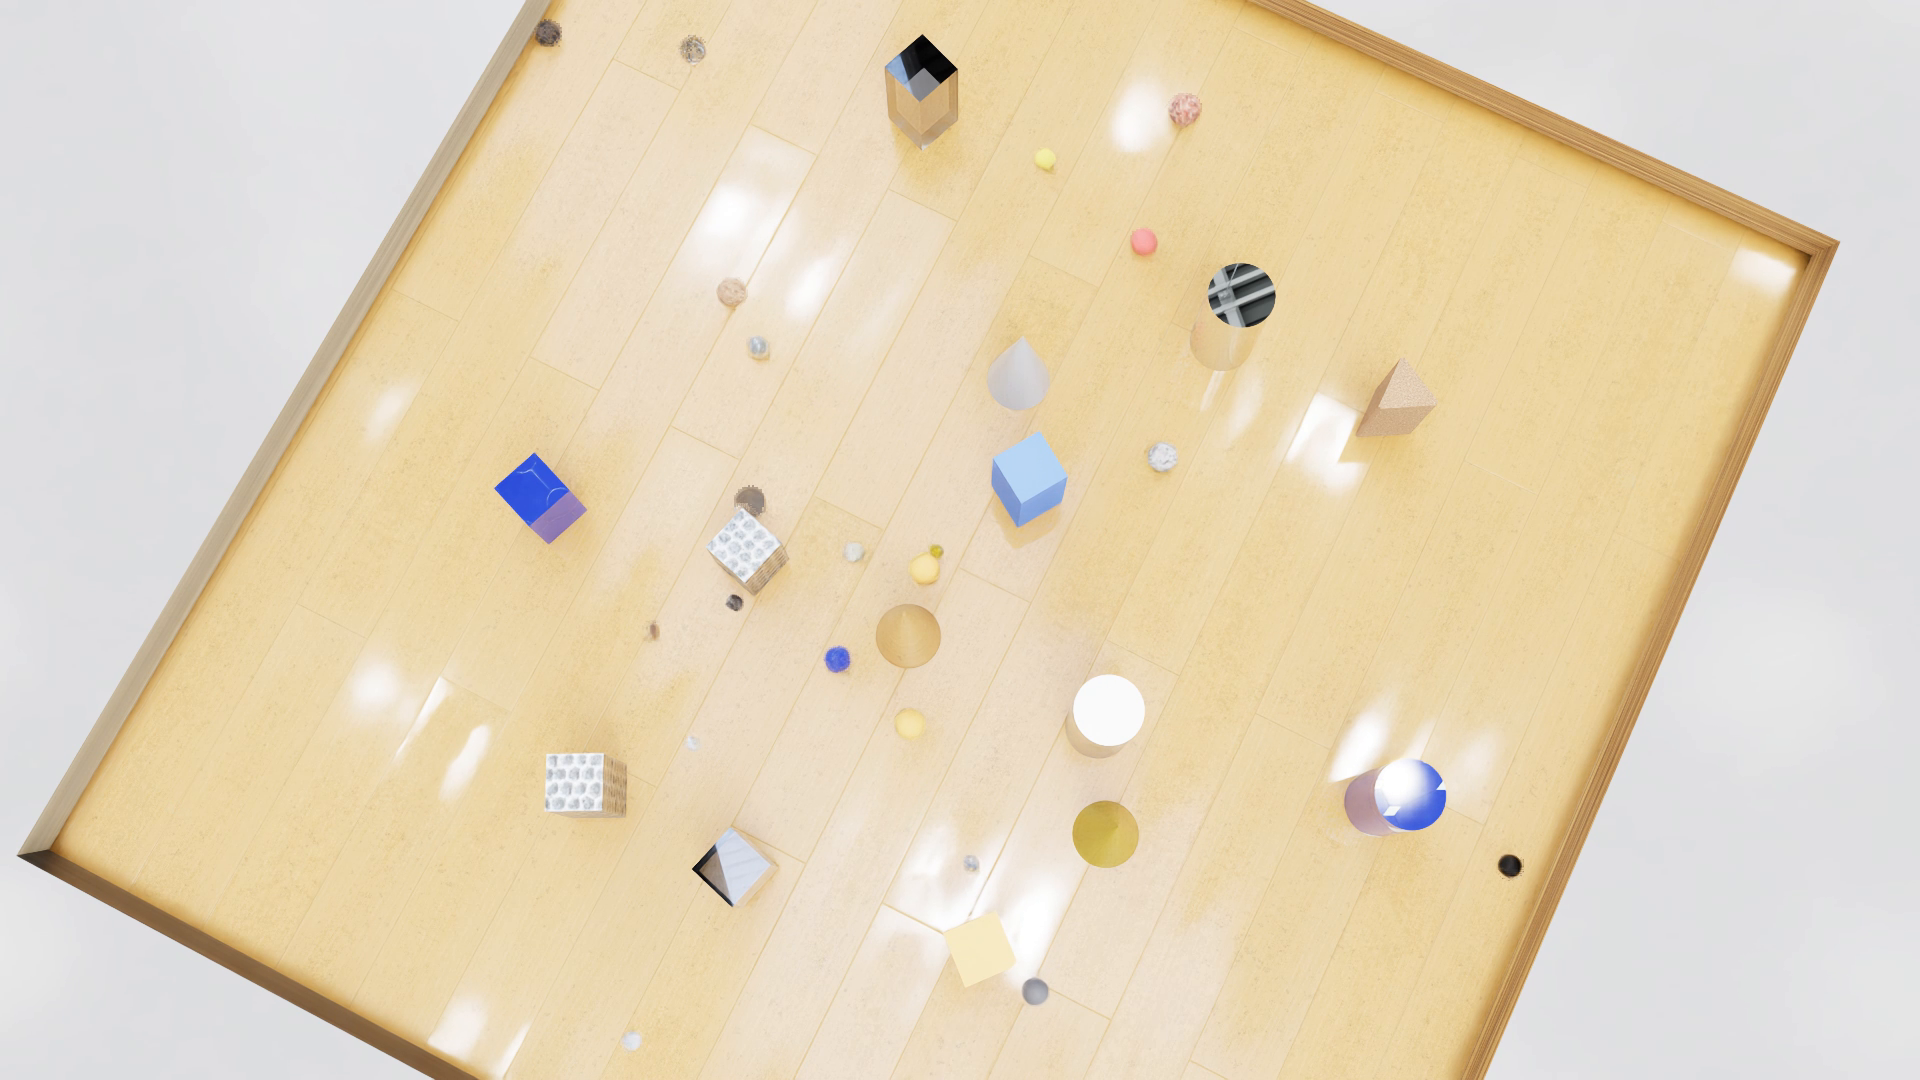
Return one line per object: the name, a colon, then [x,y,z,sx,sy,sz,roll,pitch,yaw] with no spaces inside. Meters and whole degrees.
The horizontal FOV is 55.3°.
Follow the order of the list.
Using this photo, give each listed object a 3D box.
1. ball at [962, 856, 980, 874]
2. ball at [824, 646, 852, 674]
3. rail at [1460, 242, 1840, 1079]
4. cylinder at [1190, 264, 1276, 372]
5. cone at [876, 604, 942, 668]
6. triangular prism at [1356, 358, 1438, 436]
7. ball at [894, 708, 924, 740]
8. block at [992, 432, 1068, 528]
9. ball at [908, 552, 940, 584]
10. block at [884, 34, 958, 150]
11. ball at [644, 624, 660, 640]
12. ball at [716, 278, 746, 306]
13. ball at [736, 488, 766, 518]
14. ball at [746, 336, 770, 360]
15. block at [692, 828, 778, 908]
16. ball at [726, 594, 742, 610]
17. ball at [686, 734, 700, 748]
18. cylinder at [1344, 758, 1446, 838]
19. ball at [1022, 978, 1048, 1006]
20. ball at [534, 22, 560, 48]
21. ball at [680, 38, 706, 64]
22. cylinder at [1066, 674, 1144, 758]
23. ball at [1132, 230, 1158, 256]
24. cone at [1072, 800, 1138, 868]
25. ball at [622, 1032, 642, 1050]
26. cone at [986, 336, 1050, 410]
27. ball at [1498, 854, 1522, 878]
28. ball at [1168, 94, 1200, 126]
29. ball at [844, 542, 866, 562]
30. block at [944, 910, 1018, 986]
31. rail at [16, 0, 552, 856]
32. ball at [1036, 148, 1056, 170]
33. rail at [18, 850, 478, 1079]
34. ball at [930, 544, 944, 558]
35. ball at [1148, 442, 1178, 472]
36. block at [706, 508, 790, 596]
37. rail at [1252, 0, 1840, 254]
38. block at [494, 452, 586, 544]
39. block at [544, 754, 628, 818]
ball: [0.034,0.958,5.392,0.051,0.051,0.051,0,78,0]
ball: [-0.367,0.361,5.501,0.079,0.079,0.079,0,78,0]
rail: [1.787,0.882,5.367,0.045,0.129,4.120,26,80,5]
cylinder: [0.819,-0.667,5.534,0.198,0.432,0.198,0,78,0]
cone: [-0.156,0.244,5.328,0.198,0.466,0.198,0,78,0]
triangular prism: [1.308,-0.433,5.539,0.172,0.328,0.149,-4,78,-1]
ball: [-0.151,0.547,5.456,0.092,0.092,0.092,0,78,0]
block: [0.205,-0.177,5.480,0.158,0.339,0.158,-30,80,-6]
ball: [-0.108,0.087,5.550,0.095,0.095,0.095,0,78,0]
block: [-0.118,-1.392,5.721,0.158,0.360,0.158,-43,81,-8]
ball: [-0.931,0.276,5.533,0.051,0.051,0.051,0,78,0]
ball: [-0.716,-0.775,5.731,0.090,0.090,0.090,0,78,0]
ball: [-0.637,-0.113,5.592,0.094,0.094,0.094,0,78,0]
ball: [-0.626,-0.599,5.703,0.073,0.073,0.073,0,78,0]
block: [-0.647,0.949,5.296,0.158,0.244,0.158,42,81,8]
ball: [-0.685,0.188,5.553,0.049,0.049,0.049,0,78,0]
ball: [-0.797,0.601,5.471,0.041,0.041,0.041,0,78,0]
cylinder: [1.242,0.743,5.253,0.198,0.411,0.198,0,78,0]
ball: [0.217,1.306,5.306,0.080,0.080,0.080,0,78,0]
ball: [-1.330,-1.632,5.913,0.082,0.082,0.082,0,78,0]
ball: [-0.859,-1.575,5.901,0.083,0.083,0.083,0,78,0]
cylinder: [0.414,0.515,5.296,0.198,0.420,0.198,0,78,0]
ball: [0.580,-0.936,5.768,0.082,0.082,0.082,0,78,0]
cone: [0.432,0.827,5.214,0.198,0.453,0.198,0,78,0]
ball: [-0.947,1.445,5.290,0.054,0.054,0.054,0,78,0]
cone: [0.183,-0.545,5.506,0.198,0.438,0.198,0,78,0]
ball: [1.615,0.957,5.383,0.069,0.069,0.069,0,78,0]
ball: [0.716,-1.371,5.850,0.099,0.099,0.099,0,78,0]
ball: [-0.321,0.037,5.577,0.063,0.063,0.063,0,78,0]
block: [0.057,1.160,5.210,0.158,0.326,0.158,-22,79,-4]
rail: [-1.787,-0.868,5.730,0.045,0.129,4.120,26,80,5]
ball: [0.272,-1.214,5.835,0.064,0.064,0.064,0,78,0]
rail: [-0.911,1.790,5.179,4.043,0.129,0.045,26,80,5]
ball: [-0.073,0.036,5.587,0.043,0.043,0.043,0,78,0]
ball: [0.620,-0.254,5.623,0.090,0.090,0.090,0,78,0]
block: [-0.633,0.040,5.481,0.158,0.250,0.158,41,81,8]
rail: [0.911,-1.777,5.918,4.043,0.129,0.045,26,80,5]
block: [-1.257,-0.122,5.506,0.158,0.267,0.158,-43,81,-8]
block: [-1.073,0.711,5.278,0.158,0.374,0.158,-1,78,0]
